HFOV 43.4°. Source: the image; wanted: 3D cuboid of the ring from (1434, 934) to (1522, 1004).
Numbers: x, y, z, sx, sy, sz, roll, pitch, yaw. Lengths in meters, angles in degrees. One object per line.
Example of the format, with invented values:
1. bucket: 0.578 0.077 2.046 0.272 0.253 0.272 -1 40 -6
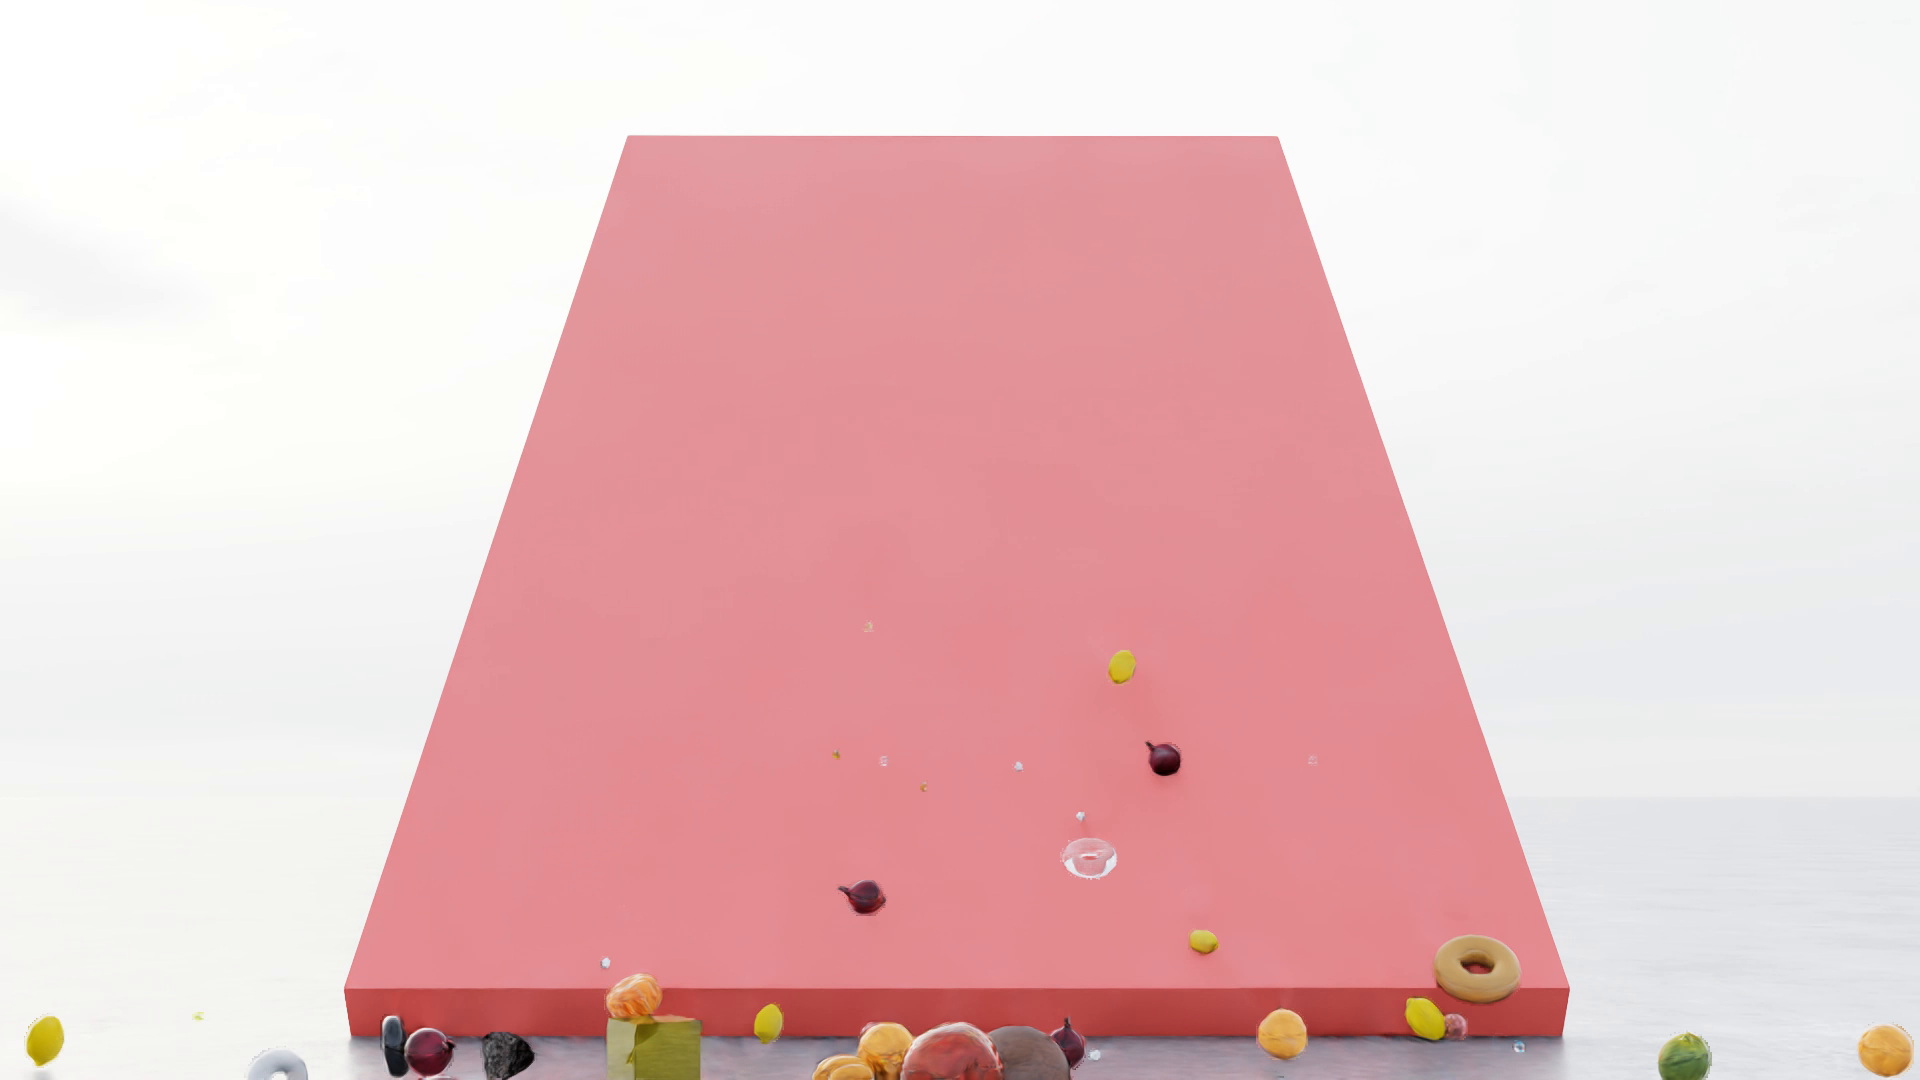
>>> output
1. ring: 0.845 0.701 3.938 0.142 0.047 0.142 -2 33 1

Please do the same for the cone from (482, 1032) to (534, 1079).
1. cone: -0.626 0.720 3.268 0.075 0.075 0.075 -2 33 15

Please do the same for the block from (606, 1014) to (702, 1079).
1. block: -0.412 0.694 3.244 0.096 0.096 0.096 4 -7 -31

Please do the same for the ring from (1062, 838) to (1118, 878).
1. ring: 0.227 0.555 4.208 0.095 0.032 0.095 -1 30 0

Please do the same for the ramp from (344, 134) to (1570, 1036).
1. ramp: -0.013 -0.213 5.692 2.000 0.100 4.000 0 30 0

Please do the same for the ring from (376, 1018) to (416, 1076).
1. ring: -0.769 0.690 3.283 0.029 0.086 0.086 -25 4 -22
